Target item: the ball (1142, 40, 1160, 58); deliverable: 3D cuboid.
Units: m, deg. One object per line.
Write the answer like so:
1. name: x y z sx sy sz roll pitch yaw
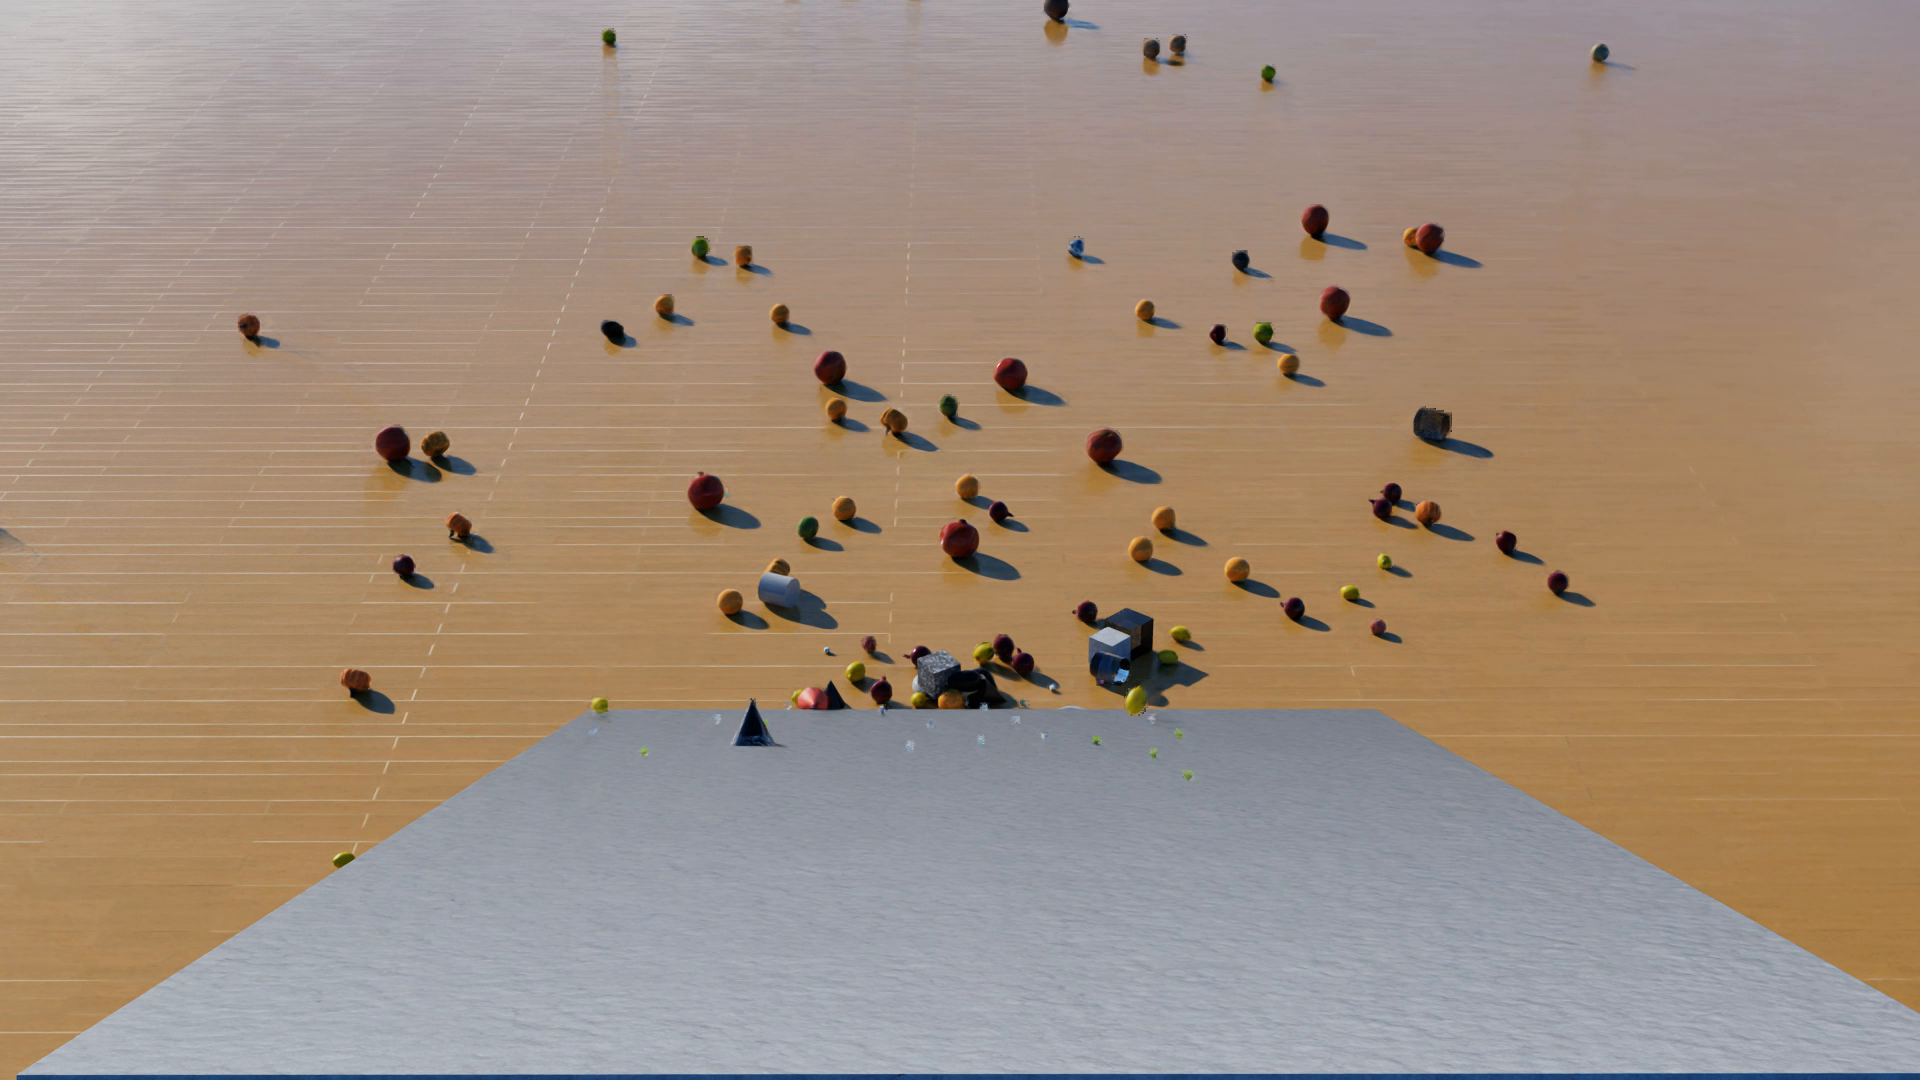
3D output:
1. ball: 0.924 -2.375 12.467 0.090 0.090 0.090 0 26 0

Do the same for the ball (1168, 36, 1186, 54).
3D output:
1. ball: 1.059 -2.413 12.548 0.087 0.087 0.087 0 26 0

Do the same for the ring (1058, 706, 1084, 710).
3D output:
1. ring: 0.289 0.461 6.676 0.097 0.032 0.097 -1 26 1

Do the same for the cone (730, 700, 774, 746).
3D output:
1. cone: -0.460 0.402 5.724 0.099 0.099 0.099 0 1 0

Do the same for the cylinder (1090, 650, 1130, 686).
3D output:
1. cylinder: 0.399 0.340 6.873 0.077 0.077 0.077 19 31 33

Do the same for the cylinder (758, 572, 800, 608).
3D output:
1. cylinder: -0.510 0.141 7.274 0.087 0.087 0.087 13 29 24

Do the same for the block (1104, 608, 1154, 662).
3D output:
1. block: 0.458 0.258 7.022 0.096 0.096 0.096 22 33 38

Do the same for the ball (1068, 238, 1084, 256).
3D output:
1. ball: 0.445 -1.126 9.916 0.065 0.065 0.065 0 26 0

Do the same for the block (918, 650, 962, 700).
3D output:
1. block: -0.054 0.352 6.759 0.082 0.082 0.082 -19 36 -27

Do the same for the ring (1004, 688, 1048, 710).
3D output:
1. ring: 0.172 0.429 6.754 0.121 0.040 0.121 5 32 -3

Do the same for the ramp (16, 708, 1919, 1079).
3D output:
1. ramp: 0.059 0.531 4.568 2.000 0.100 4.000 0 1 0

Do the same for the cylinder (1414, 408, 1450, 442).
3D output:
1. cylinder: 1.523 -0.372 8.330 0.090 0.090 0.090 15 30 29

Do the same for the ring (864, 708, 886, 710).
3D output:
1. ring: -0.221 0.469 6.653 0.114 0.038 0.114 -1 27 0

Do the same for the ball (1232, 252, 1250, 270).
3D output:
1. ball: 1.065 -1.060 9.777 0.066 0.066 0.066 0 26 0

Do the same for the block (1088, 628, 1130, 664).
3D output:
1. block: 0.404 0.296 6.961 0.080 0.080 0.080 22 33 37

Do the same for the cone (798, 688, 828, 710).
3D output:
1. cone: -0.375 0.417 6.585 0.080 0.080 0.080 -2 -2 -5

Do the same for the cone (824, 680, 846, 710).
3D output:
1. cone: -0.338 0.398 6.757 0.074 0.074 0.074 0 26 0

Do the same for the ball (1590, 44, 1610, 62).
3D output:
1. ball: 3.076 -2.343 12.402 0.088 0.088 0.088 0 26 0
